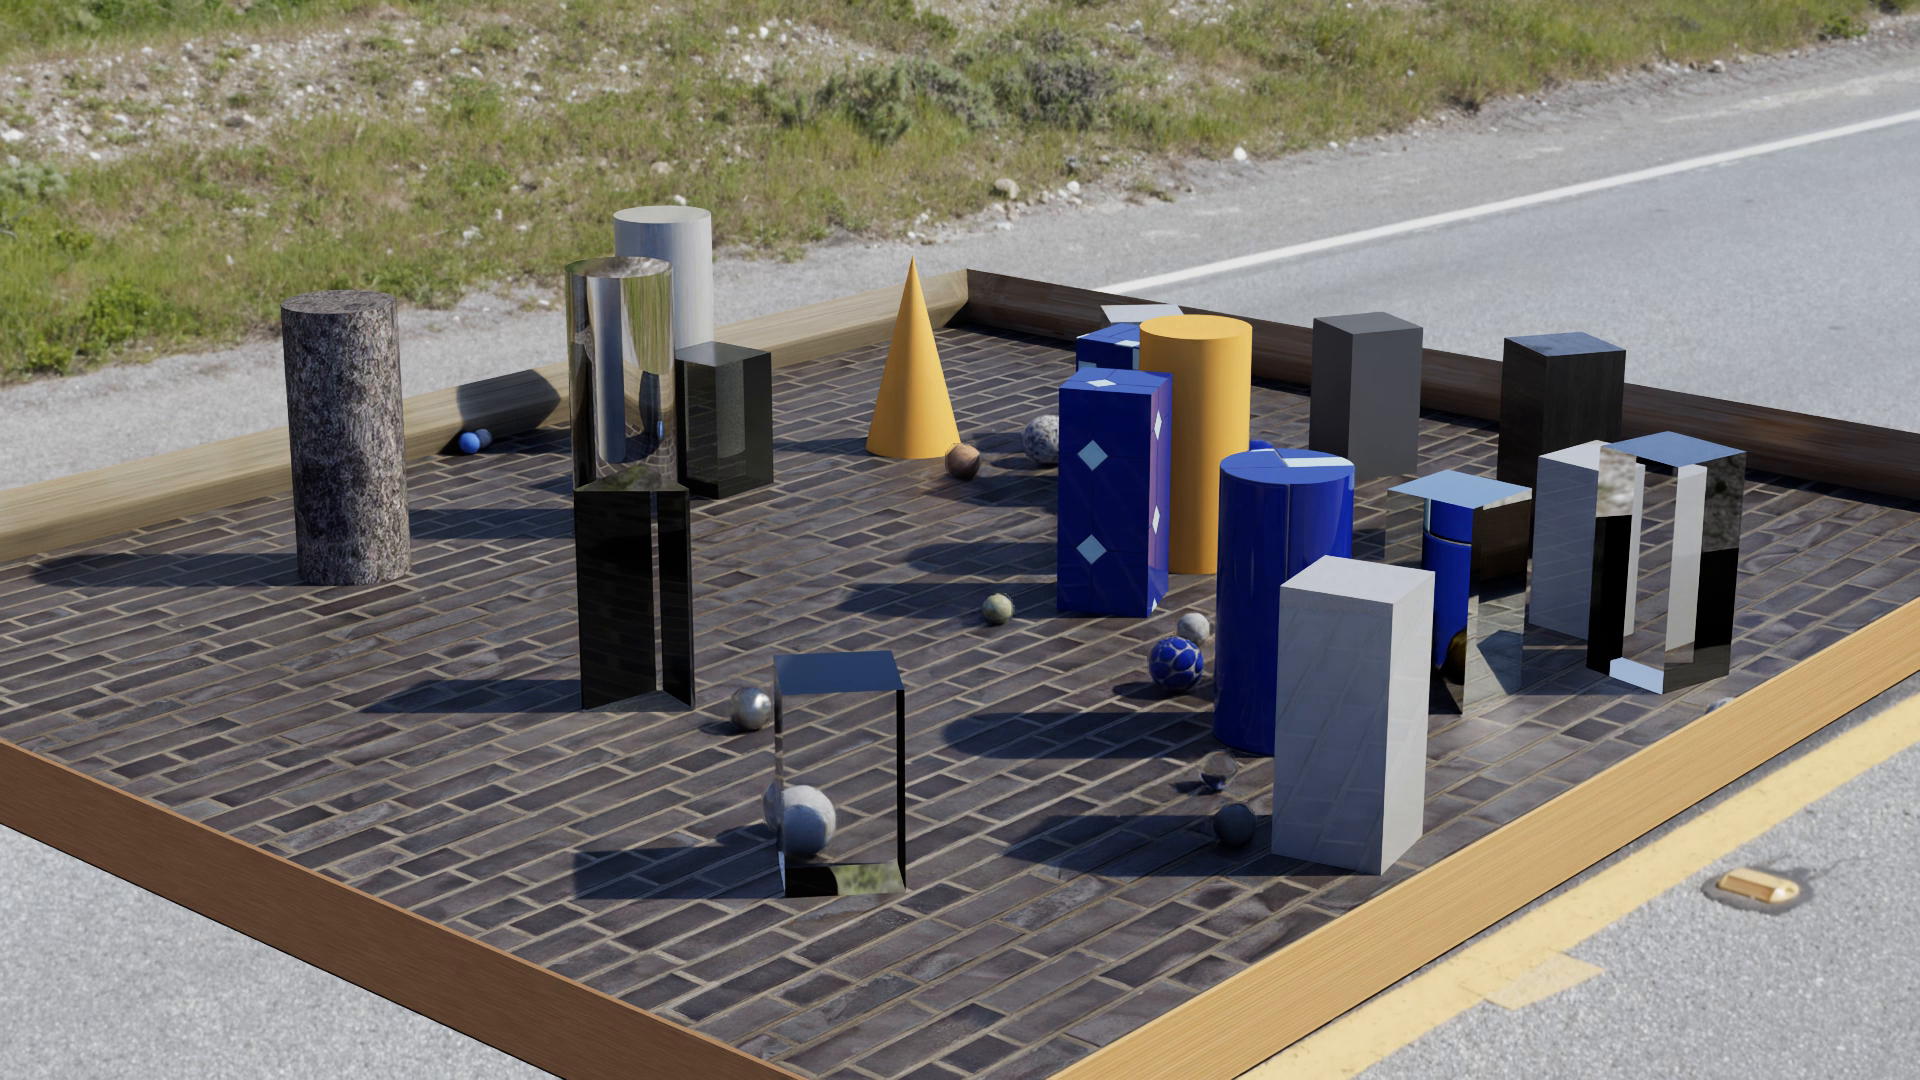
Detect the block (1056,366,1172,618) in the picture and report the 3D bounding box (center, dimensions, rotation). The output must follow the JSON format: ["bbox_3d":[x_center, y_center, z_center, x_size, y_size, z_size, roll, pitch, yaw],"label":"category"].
[{"bbox_3d":[0.267,-0.084,5.052,0.160,0.393,0.160,5,17,16],"label":"block"}]

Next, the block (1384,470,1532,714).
[{"bbox_3d":[0.779,0.079,4.616,0.160,0.333,0.160,15,23,42],"label":"block"}]

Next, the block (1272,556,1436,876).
[{"bbox_3d":[0.536,0.237,4.002,0.160,0.385,0.160,9,19,27],"label":"block"}]

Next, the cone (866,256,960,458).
[{"bbox_3d":[-0.097,-0.389,6.046,0.200,0.405,0.200,0,17,0],"label":"cone"}]

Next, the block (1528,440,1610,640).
[{"bbox_3d":[1.080,0.002,4.940,0.160,0.293,0.160,-14,22,-40],"label":"block"}]

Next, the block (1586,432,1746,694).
[{"bbox_3d":[1.130,0.034,4.696,0.160,0.373,0.160,-12,20,-34],"label":"block"}]

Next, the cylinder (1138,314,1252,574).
[{"bbox_3d":[0.420,-0.174,5.285,0.200,0.431,0.200,0,17,0],"label":"cylinder"}]

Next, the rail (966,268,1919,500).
[{"bbox_3d":[1.088,-0.329,6.319,2.880,0.130,0.045,14,22,39],"label":"rail"}]

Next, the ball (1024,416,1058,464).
[{"bbox_3d":[0.179,-0.204,5.960,0.100,0.100,0.100,0,17,0],"label":"ball"}]

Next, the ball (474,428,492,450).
[{"bbox_3d":[-0.990,-0.210,6.079,0.043,0.043,0.043,0,17,0],"label":"ball"}]

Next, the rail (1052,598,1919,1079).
[{"bbox_3d":[1.069,0.300,4.231,0.045,0.130,3.365,14,22,39],"label":"rail"}]

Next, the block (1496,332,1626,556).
[{"bbox_3d":[1.098,-0.175,5.381,0.160,0.379,0.160,-5,18,-17],"label":"block"}]

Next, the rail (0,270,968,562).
[{"bbox_3d":[-1.069,-0.235,6.009,0.045,0.130,3.365,14,22,39],"label":"rail"}]

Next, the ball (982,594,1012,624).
[{"bbox_3d":[0.064,0.117,4.979,0.051,0.051,0.051,0,17,0],"label":"ball"}]

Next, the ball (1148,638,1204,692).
[{"bbox_3d":[0.343,0.198,4.649,0.087,0.087,0.087,0,17,0],"label":"ball"}]

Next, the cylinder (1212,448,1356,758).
[{"bbox_3d":[0.486,0.093,4.411,0.200,0.424,0.200,0,17,0],"label":"cylinder"}]

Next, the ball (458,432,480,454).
[{"bbox_3d":[-1.012,-0.200,6.042,0.045,0.045,0.045,0,17,0],"label":"ball"}]

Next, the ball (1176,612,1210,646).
[{"bbox_3d":[0.388,0.148,4.869,0.055,0.055,0.055,0,17,0],"label":"ball"}]

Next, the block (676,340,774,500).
[{"bbox_3d":[-0.483,-0.238,5.785,0.160,0.266,0.160,13,21,37],"label":"block"}]

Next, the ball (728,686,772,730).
[{"bbox_3d":[-0.321,0.258,4.486,0.066,0.066,0.066,0,17,0],"label":"ball"}]

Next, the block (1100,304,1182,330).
[{"bbox_3d":[0.380,-0.337,6.097,0.160,0.276,0.160,-1,17,-4],"label":"block"}]

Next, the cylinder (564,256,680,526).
[{"bbox_3d":[-0.631,-0.268,5.491,0.200,0.494,0.200,0,17,0],"label":"cylinder"}]

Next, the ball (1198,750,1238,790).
[{"bbox_3d":[0.373,0.333,4.252,0.056,0.056,0.056,0,17,0],"label":"ball"}]

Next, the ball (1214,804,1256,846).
[{"bbox_3d":[0.380,0.393,4.051,0.058,0.058,0.058,0,17,0],"label":"ball"}]

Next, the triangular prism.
[{"bbox_3d":[-0.503,0.074,4.591,0.173,0.358,0.150,0,17,-1],"label":"triangular prism"}]

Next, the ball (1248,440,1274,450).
[{"bbox_3d":[0.587,-0.150,5.789,0.096,0.096,0.096,0,17,0],"label":"ball"}]

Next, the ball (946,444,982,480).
[{"bbox_3d":[0.008,-0.156,5.853,0.070,0.070,0.070,0,17,0],"label":"ball"}]

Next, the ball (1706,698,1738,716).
[{"bbox_3d":[1.159,0.275,4.412,0.075,0.075,0.075,0,17,0],"label":"ball"}]

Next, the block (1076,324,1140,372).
[{"bbox_3d":[0.337,-0.247,5.734,0.160,0.313,0.160,12,20,34],"label":"block"}]

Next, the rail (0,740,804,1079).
[{"bbox_3d":[-1.088,0.394,3.920,2.880,0.130,0.045,14,22,39],"label":"rail"}]

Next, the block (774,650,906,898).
[{"bbox_3d":[-0.162,0.312,3.926,0.160,0.286,0.160,-2,17,-7],"label":"block"}]

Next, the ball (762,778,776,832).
[{"bbox_3d":[-0.226,0.367,4.069,0.097,0.097,0.097,0,17,0],"label":"ball"}]

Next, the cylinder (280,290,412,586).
[{"bbox_3d":[-1.089,-0.183,5.211,0.200,0.492,0.200,0,17,0],"label":"cylinder"}]

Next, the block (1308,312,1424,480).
[{"bbox_3d":[0.815,-0.291,5.902,0.160,0.300,0.160,-7,18,-21],"label":"block"}]

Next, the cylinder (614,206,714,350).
[{"bbox_3d":[-0.610,-0.438,6.077,0.200,0.480,0.200,0,17,0],"label":"cylinder"}]
